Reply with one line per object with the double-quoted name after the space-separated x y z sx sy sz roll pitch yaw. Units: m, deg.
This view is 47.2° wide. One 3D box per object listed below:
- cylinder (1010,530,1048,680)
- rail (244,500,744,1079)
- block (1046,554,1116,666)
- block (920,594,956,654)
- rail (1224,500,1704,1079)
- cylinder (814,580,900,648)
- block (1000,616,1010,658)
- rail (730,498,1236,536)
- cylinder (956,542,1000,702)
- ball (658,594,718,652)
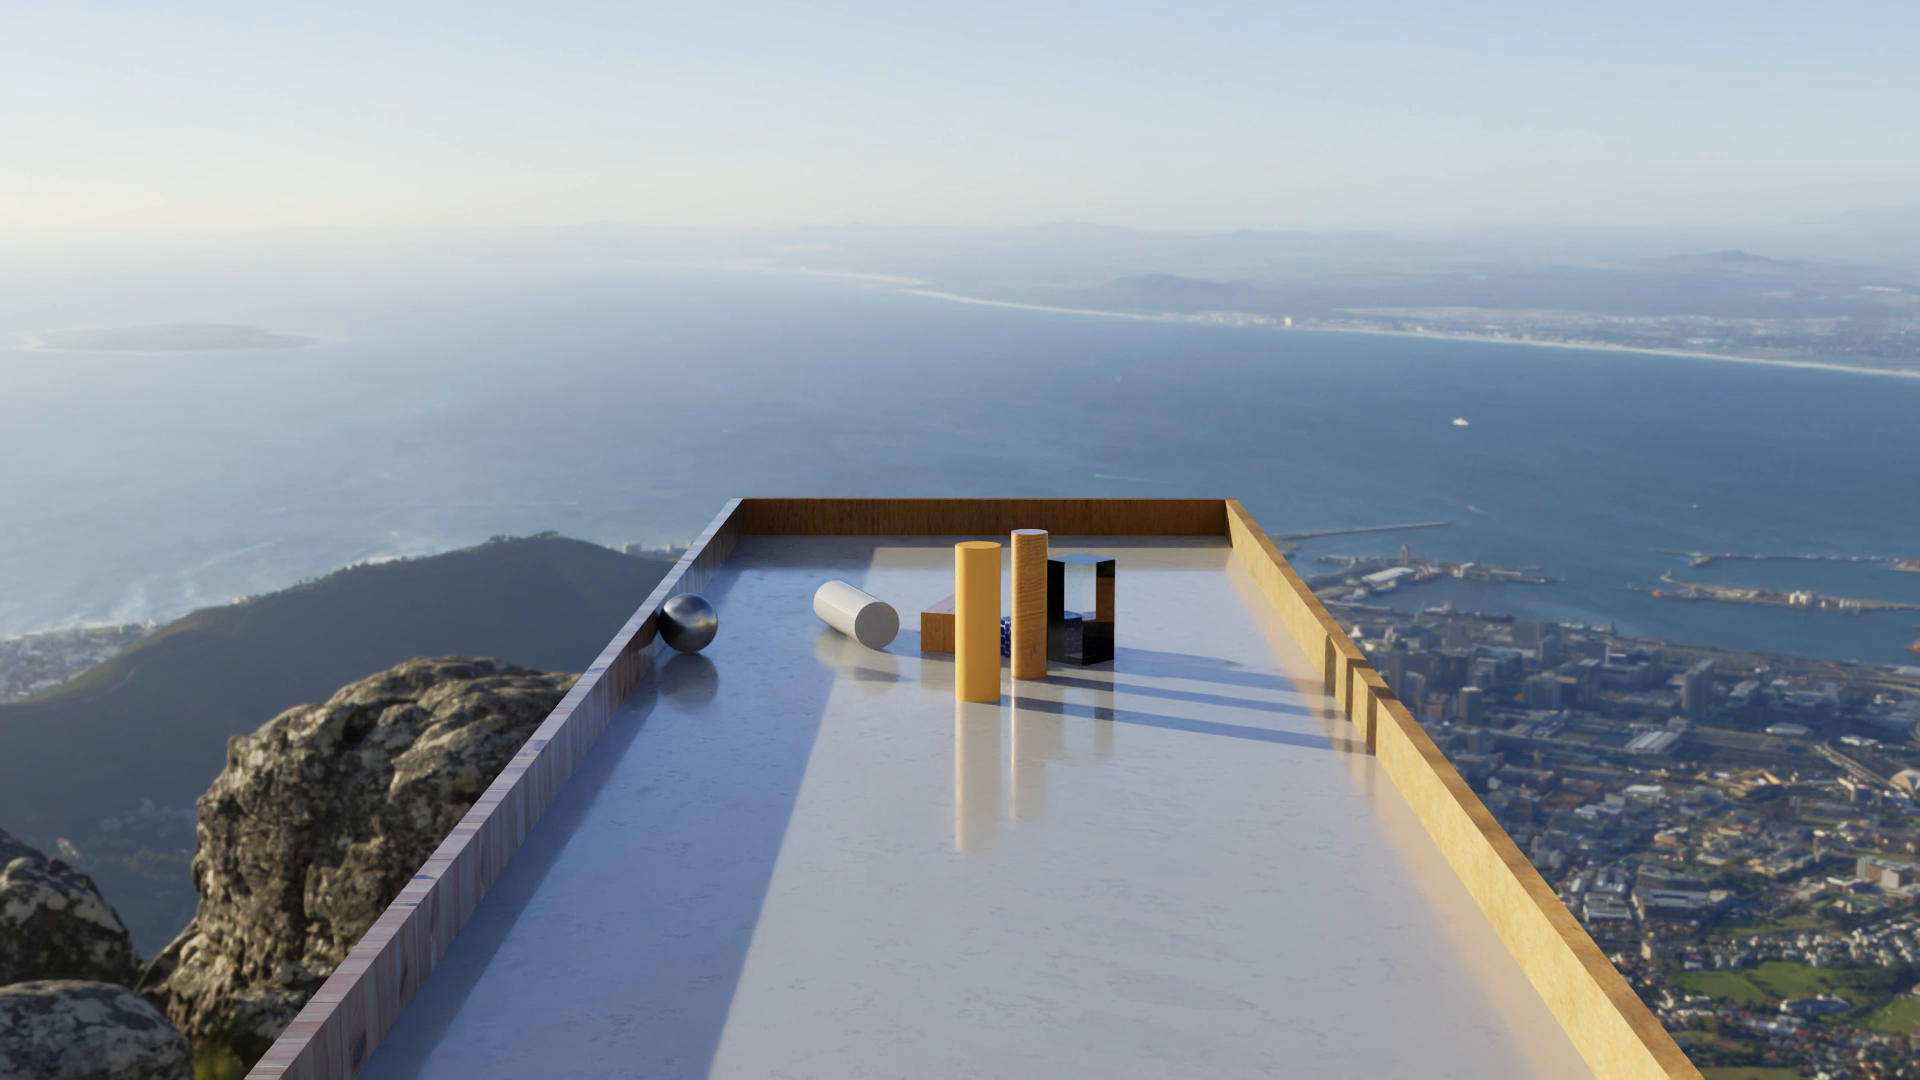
0.202 0.189 6.437 0.107 0.432 0.107 0 9 0 "cylinder"
-1.004 0.839 3.234 0.050 0.150 12.000 0 9 1 "rail"
0.366 0.211 6.686 0.147 0.310 0.147 9 13 44 "block"
-0.013 0.262 6.967 0.122 0.122 0.337 3 9 17 "block"
1.046 0.843 3.208 0.050 0.150 12.000 0 9 1 "rail"
-0.335 0.236 7.045 0.149 0.149 0.413 -4 10 -21 "cylinder"
0.274 0.290 6.821 0.322 0.112 0.112 -5 10 -31 "block"
0.099 -0.098 9.147 2.100 0.150 0.050 0 9 1 "rail"
0.051 0.229 6.174 0.128 0.436 0.128 0 9 0 "cylinder"
-0.840 0.257 6.800 0.184 0.184 0.184 0 9 0 "ball"
